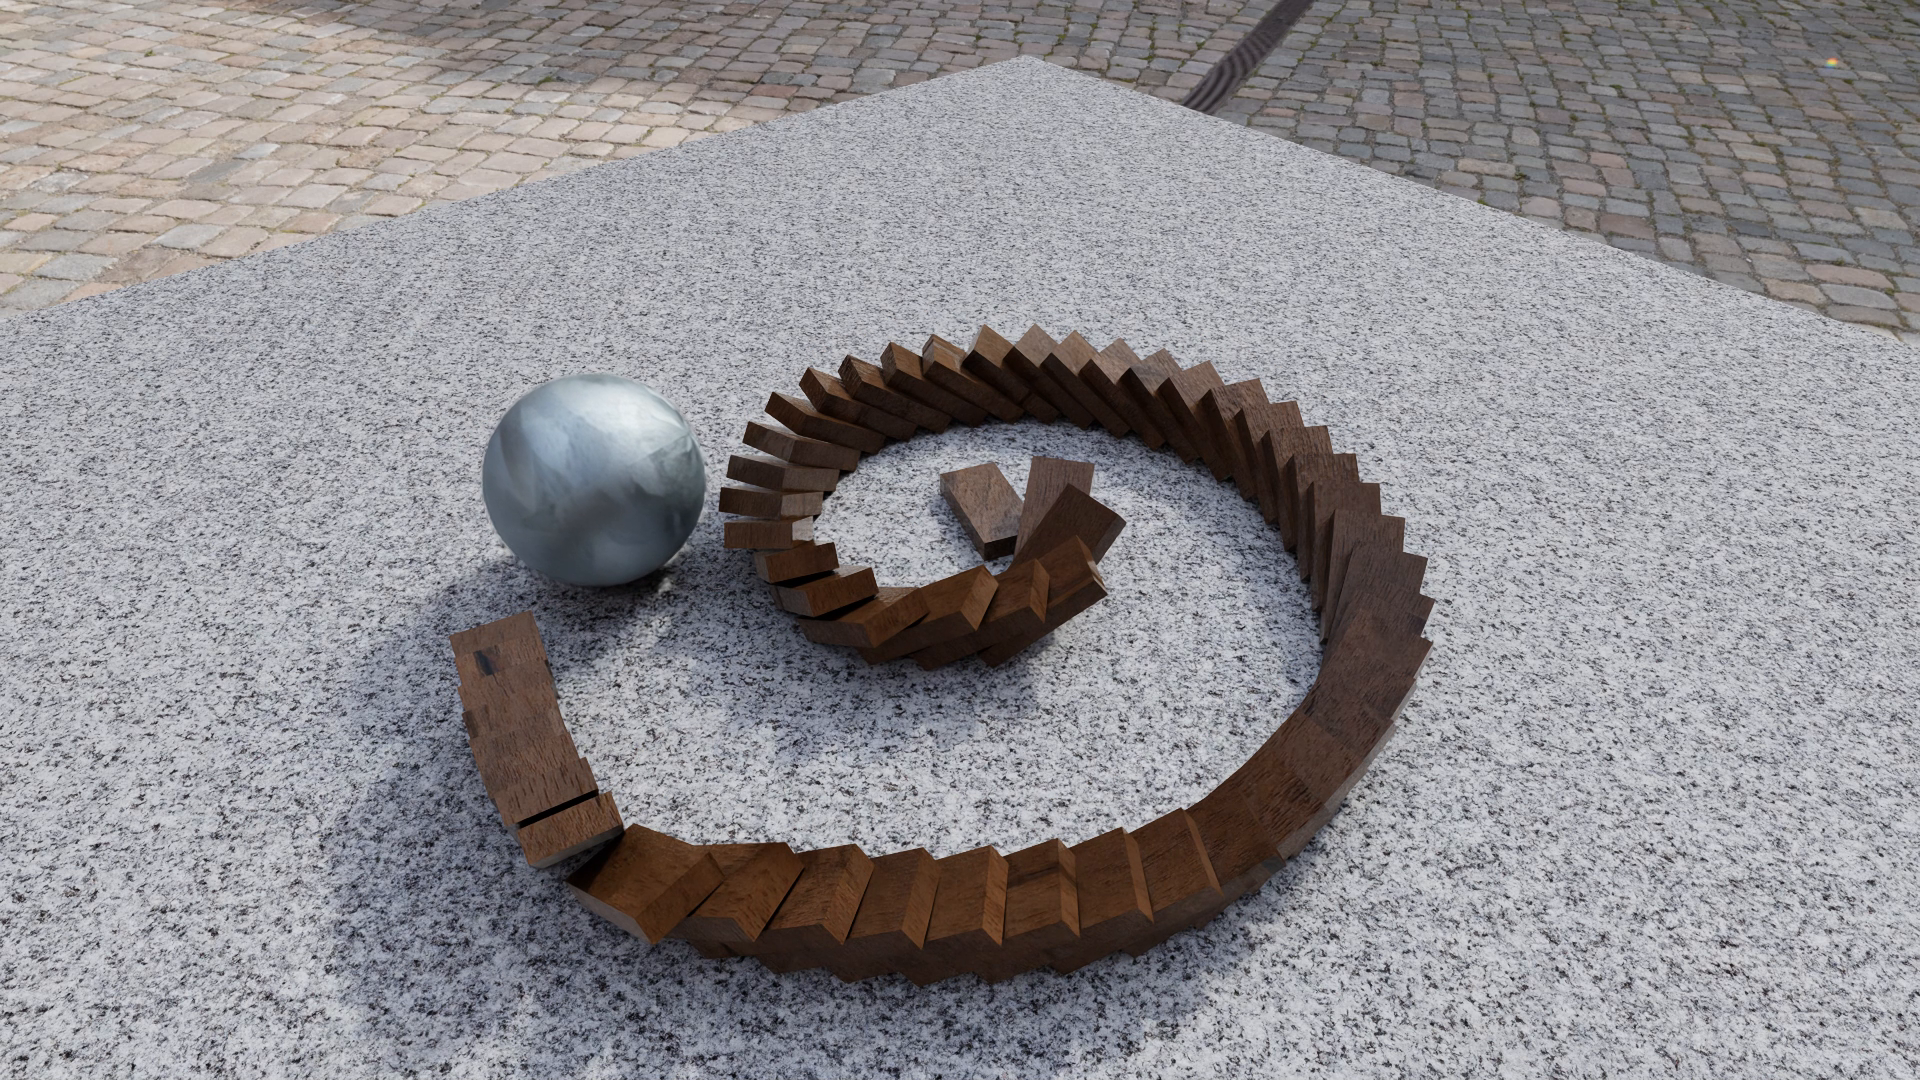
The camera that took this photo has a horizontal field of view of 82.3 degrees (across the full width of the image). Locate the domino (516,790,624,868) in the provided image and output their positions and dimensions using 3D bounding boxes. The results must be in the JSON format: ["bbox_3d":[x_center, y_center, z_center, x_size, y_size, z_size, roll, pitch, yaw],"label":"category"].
[{"bbox_3d":[-0.110,0.083,0.313,0.025,0.050,0.010,-21,80,-22],"label":"domino"}]

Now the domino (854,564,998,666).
[{"bbox_3d":[-0.012,0.027,0.389,0.050,0.009,0.025,-21,26,36],"label":"domino"}]

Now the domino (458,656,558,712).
[{"bbox_3d":[-0.142,0.052,0.350,0.025,0.050,0.009,-21,77,-23],"label":"domino"}]

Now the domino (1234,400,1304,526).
[{"bbox_3d":[0.135,-0.033,0.463,0.025,0.010,0.050,-8,73,-11],"label":"domino"}]

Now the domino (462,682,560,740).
[{"bbox_3d":[-0.137,0.059,0.342,0.025,0.050,0.009,-21,77,-23],"label":"domino"}]

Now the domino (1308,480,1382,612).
[{"bbox_3d":[0.147,0.003,0.420,0.025,0.010,0.050,3,72,3],"label":"domino"}]

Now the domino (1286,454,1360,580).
[{"bbox_3d":[0.146,-0.009,0.435,0.025,0.009,0.050,0,72,-1],"label":"domino"}]

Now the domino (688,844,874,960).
[{"bbox_3d":[-0.049,0.100,0.302,0.050,0.010,0.025,-18,30,31],"label":"domino"}]

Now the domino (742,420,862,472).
[{"bbox_3d":[-0.067,-0.040,0.471,0.025,0.010,0.050,23,9,25],"label":"domino"}]

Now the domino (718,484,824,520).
[{"bbox_3d":[-0.075,-0.016,0.441,0.025,0.010,0.050,8,6,10],"label":"domino"}]

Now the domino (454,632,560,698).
[{"bbox_3d":[-0.146,0.045,0.358,0.025,0.050,0.009,-19,75,-22],"label":"domino"}]

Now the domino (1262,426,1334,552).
[{"bbox_3d":[0.141,-0.021,0.449,0.025,0.010,0.050,-5,72,-7],"label":"domino"}]

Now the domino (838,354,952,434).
[{"bbox_3d":[-0.030,-0.067,0.504,0.050,0.010,0.025,18,27,-35],"label":"domino"}]

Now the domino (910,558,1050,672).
[{"bbox_3d":[0.007,0.027,0.390,0.050,0.010,0.025,-25,31,27],"label":"domino"}]

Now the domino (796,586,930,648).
[{"bbox_3d":[-0.035,0.027,0.390,0.025,0.009,0.050,-32,15,-30],"label":"domino"}]

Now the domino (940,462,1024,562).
[{"bbox_3d":[0.012,-0.013,0.459,0.025,0.009,0.050,-14,41,-16],"label":"domino"}]

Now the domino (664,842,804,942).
[{"bbox_3d":[-0.069,0.097,0.305,0.050,0.010,0.025,-14,27,38],"label":"domino"}]

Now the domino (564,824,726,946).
[{"bbox_3d":[-0.089,0.095,0.307,0.025,0.010,0.050,-40,22,-34],"label":"domino"}]

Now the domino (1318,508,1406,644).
[{"bbox_3d":[0.148,0.015,0.405,0.025,0.009,0.050,8,73,10],"label":"domino"}]

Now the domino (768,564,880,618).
[{"bbox_3d":[-0.051,0.018,0.401,0.025,0.010,0.050,-20,9,-23],"label":"domino"}]

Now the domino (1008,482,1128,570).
[{"bbox_3d":[0.037,0.006,0.411,0.025,0.010,0.050,36,91,33],"label":"domino"}]

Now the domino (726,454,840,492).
[{"bbox_3d":[-0.072,-0.028,0.456,0.025,0.009,0.050,15,8,17],"label":"domino"}]

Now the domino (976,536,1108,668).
[{"bbox_3d":[0.027,0.022,0.394,0.050,0.010,0.025,-35,38,15],"label":"domino"}]

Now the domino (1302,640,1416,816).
[{"bbox_3d":[0.120,0.060,0.350,0.025,0.009,0.050,32,81,33],"label":"domino"}]

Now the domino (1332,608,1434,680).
[{"bbox_3d":[0.131,0.050,0.362,0.025,0.009,0.050,29,80,30],"label":"domino"}]

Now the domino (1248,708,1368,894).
[{"bbox_3d":[0.094,0.078,0.329,0.050,0.010,0.025,-46,51,-2],"label":"domino"}]

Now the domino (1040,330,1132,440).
[{"bbox_3d":[0.063,-0.073,0.511,0.050,0.009,0.025,44,48,-1],"label":"domino"}]

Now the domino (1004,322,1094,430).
[{"bbox_3d":[0.046,-0.077,0.517,0.050,0.010,0.025,41,45,-4],"label":"domino"}]

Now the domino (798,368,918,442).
[{"bbox_3d":[-0.046,-0.061,0.497,0.050,0.010,0.025,15,25,-39],"label":"domino"}]

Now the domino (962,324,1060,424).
[{"bbox_3d":[0.026,-0.078,0.518,0.050,0.010,0.025,34,39,-13],"label":"domino"}]

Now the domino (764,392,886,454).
[{"bbox_3d":[-0.059,-0.051,0.485,0.025,0.010,0.050,35,16,35],"label":"domino"}]

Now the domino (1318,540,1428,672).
[{"bbox_3d":[0.146,0.027,0.390,0.025,0.010,0.050,16,75,18],"label":"domino"}]

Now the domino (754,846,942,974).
[{"bbox_3d":[-0.031,0.101,0.300,0.050,0.010,0.025,-20,31,28],"label":"domino"}]

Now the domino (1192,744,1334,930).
[{"bbox_3d":[0.079,0.086,0.319,0.050,0.009,0.025,-41,46,3],"label":"domino"}]

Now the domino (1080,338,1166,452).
[{"bbox_3d":[0.081,-0.067,0.505,0.050,0.010,0.025,49,53,3],"label":"domino"}]

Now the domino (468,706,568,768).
[{"bbox_3d":[-0.132,0.065,0.334,0.025,0.050,0.010,-21,77,-23],"label":"domino"}]

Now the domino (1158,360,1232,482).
[{"bbox_3d":[0.112,-0.053,0.488,0.025,0.009,0.050,-25,79,-27],"label":"domino"}]

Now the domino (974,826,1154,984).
[{"bbox_3d":[0.026,0.100,0.301,0.050,0.010,0.025,-27,36,18],"label":"domino"}]

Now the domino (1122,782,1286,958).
[{"bbox_3d":[0.063,0.093,0.310,0.050,0.010,0.025,-35,42,9],"label":"domino"}]

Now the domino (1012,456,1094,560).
[{"bbox_3d":[0.037,-0.007,0.434,0.025,0.009,0.050,8,69,10],"label":"domino"}]

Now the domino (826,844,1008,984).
[{"bbox_3d":[-0.012,0.102,0.299,0.050,0.010,0.025,-23,33,24],"label":"domino"}]

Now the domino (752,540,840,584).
[{"bbox_3d":[-0.062,0.008,0.412,0.025,0.009,0.050,-13,4,-15],"label":"domino"}]

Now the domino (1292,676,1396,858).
[{"bbox_3d":[0.108,0.069,0.339,0.025,0.009,0.050,37,84,36],"label":"domino"}]

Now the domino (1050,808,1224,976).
[{"bbox_3d":[0.045,0.097,0.305,0.050,0.010,0.025,-31,39,14],"label":"domino"}]

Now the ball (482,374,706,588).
[{"bbox_3d":[-0.137,-0.022,0.415,0.080,0.080,0.080,0,39,0],"label":"ball"}]

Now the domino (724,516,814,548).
[{"bbox_3d":[-0.073,-0.003,0.426,0.025,0.010,0.050,0,4,1],"label":"domino"}]

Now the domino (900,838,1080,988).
[{"bbox_3d":[0.008,0.102,0.300,0.050,0.010,0.025,-25,34,21],"label":"domino"}]

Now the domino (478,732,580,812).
[{"bbox_3d":[-0.126,0.071,0.327,0.025,0.050,0.009,-21,77,-23],"label":"domino"}]

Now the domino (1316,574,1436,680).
[{"bbox_3d":[0.140,0.039,0.375,0.025,0.009,0.050,22,77,24],"label":"domino"}]

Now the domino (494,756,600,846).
[{"bbox_3d":[-0.119,0.077,0.320,0.025,0.050,0.009,-21,77,-23],"label":"domino"}]

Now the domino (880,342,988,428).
[{"bbox_3d":[-0.012,-0.072,0.511,0.050,0.010,0.025,22,31,-27],"label":"domino"}]

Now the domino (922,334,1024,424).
[{"bbox_3d":[0.006,-0.075,0.515,0.050,0.009,0.025,26,33,-23],"label":"domino"}]

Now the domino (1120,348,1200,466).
[{"bbox_3d":[0.098,-0.061,0.497,0.025,0.009,0.050,-32,82,-33],"label":"domino"}]

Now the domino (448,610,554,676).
[{"bbox_3d":[-0.151,0.039,0.366,0.025,0.050,0.009,-19,75,-22],"label":"domino"}]

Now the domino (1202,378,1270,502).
[{"bbox_3d":[0.126,-0.044,0.476,0.025,0.009,0.050,-14,74,-17],"label":"domino"}]
